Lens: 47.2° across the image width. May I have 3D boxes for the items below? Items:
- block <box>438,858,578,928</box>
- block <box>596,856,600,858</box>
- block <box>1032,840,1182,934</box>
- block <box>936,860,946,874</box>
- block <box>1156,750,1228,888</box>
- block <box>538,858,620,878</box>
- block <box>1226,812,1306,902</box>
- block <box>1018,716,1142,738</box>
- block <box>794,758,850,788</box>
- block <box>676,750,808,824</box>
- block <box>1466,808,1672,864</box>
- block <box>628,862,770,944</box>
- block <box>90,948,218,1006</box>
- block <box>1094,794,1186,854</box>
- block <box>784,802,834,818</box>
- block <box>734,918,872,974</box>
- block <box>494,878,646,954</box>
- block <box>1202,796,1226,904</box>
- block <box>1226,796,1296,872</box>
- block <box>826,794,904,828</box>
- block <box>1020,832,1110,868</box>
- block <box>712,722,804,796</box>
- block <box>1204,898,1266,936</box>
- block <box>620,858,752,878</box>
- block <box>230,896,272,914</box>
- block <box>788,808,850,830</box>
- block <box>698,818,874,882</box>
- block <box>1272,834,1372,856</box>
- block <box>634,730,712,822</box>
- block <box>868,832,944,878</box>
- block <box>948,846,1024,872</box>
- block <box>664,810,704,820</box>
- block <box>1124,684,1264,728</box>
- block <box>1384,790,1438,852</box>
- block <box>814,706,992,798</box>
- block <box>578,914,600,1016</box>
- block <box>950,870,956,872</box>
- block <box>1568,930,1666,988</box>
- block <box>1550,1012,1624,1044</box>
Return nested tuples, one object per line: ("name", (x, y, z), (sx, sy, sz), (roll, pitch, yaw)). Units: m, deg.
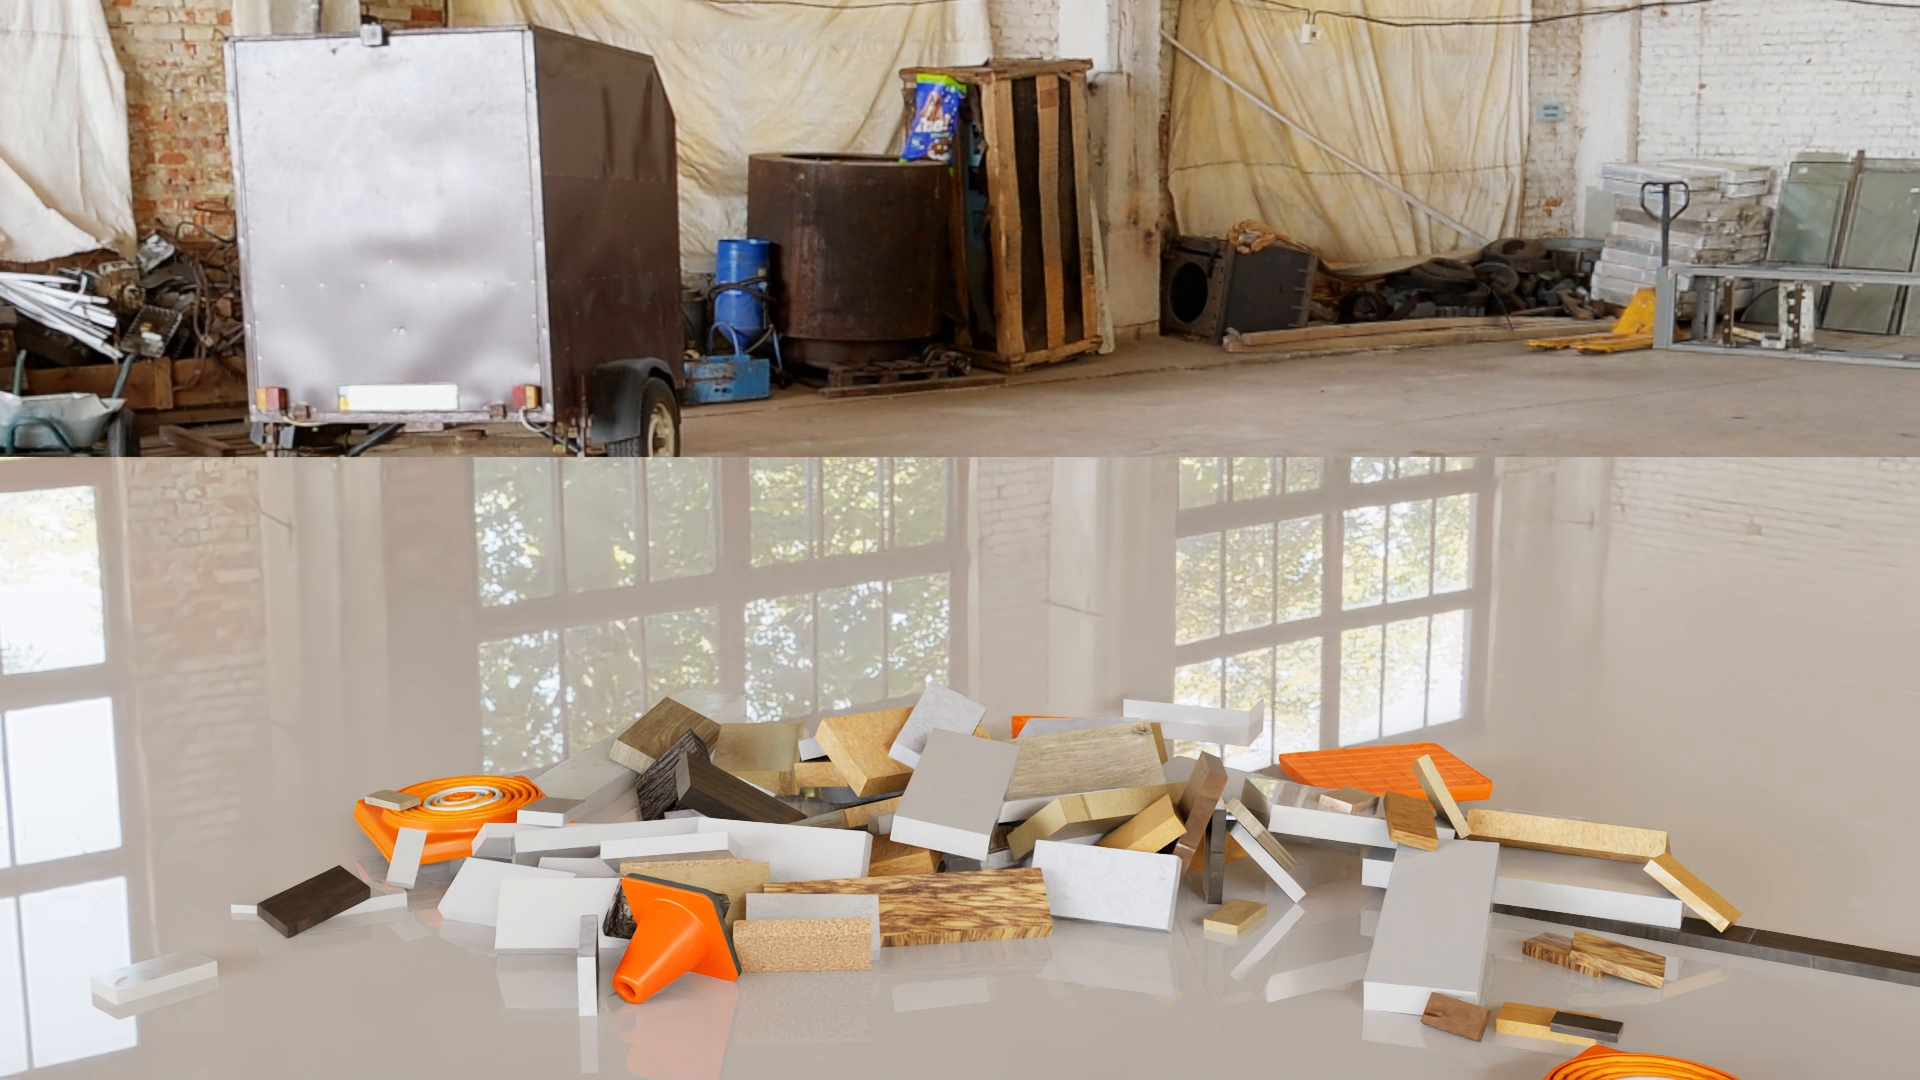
("block", (-0.724, 0.573, 3.537), (0.208, 0.029, 0.104), (4, 45, 23))
("block", (-0.586, 0.552, 3.630), (0.146, 0.021, 0.073), (-26, 40, -23))
("block", (0.230, 0.555, 3.530), (0.237, 0.118, 0.034), (4, -20, 20))
("block", (-0.076, 0.563, 3.644), (0.103, 0.015, 0.052), (-23, 10, 21))
("block", (0.375, 0.477, 3.645), (0.034, 0.237, 0.118), (22, 10, -4))
("block", (-0.586, 0.568, 3.570), (0.208, 0.029, 0.104), (1, 43, 4))
("block", (0.503, 0.526, 3.645), (0.023, 0.162, 0.081), (-43, 13, 2))
("block", (0.229, 0.387, 4.291), (0.230, 0.033, 0.115), (-2, 22, 21))
("block", (-0.131, 0.416, 4.089), (0.317, 0.045, 0.158), (-5, -3, -39))
("block", (-0.373, 0.465, 3.810), (0.254, 0.036, 0.127), (31, 14, -20))
("block", (1.026, 0.518, 3.703), (0.320, 0.045, 0.160), (5, -23, 23))
("block", (-0.410, 0.572, 3.471), (0.223, 0.112, 0.032), (-2, -28, -9))
("block", (-1.202, 0.651, 3.281), (0.080, 0.023, 0.159), (9, 14, 41))
("block", (0.261, 0.515, 3.621), (0.237, 0.034, 0.118), (-35, 8, 6))
("block", (-0.363, 0.512, 3.992), (0.255, 0.036, 0.127), (1, 11, 3))
("block", (-0.236, 0.609, 3.300), (0.204, 0.102, 0.029), (-1, 48, -3))
("block", (-0.602, 0.583, 3.412), (0.223, 0.112, 0.032), (0, -28, -1))
("block", (0.422, 0.512, 3.643), (0.023, 0.162, 0.081), (2, 11, 0))
("block", (0.498, 0.487, 3.635), (0.081, 0.023, 0.162), (47, 1, 39))
("block", (-0.118, 0.478, 3.942), (0.239, 0.034, 0.119), (-14, -5, 9))
("block", (0.207, 0.533, 3.742), (0.189, 0.027, 0.095), (-4, -27, -32))
("block", (-0.385, 0.417, 4.216), (0.163, 0.046, 0.327), (0, 11, -2))
("block", (0.443, 0.606, 3.538), (0.058, 0.016, 0.115), (6, 12, 31))
("block", (-0.437, 0.567, 3.513), (0.208, 0.104, 0.029), (-1, -23, -6))
("block", (-1.138, 0.597, 3.596), (0.091, 0.013, 0.045), (2, 11, 8))
("block", (-0.328, 0.527, 3.690), (0.286, 0.041, 0.143), (-15, 10, 1))
("block", (-0.292, 0.535, 3.564), (0.286, 0.143, 0.041), (3, -16, 15))
("block", (0.654, 0.524, 3.950), (0.187, 0.027, 0.094), (8, 13, 35))
("block", (-0.526, 0.451, 4.067), (0.145, 0.041, 0.291), (-43, 16, -1))
("block", (-0.173, 0.538, 3.633), (0.286, 0.041, 0.143), (-13, 10, 10))
("block", (0.085, 0.542, 3.772), (0.189, 0.027, 0.095), (-8, -7, -36))
("block", (-0.443, 0.511, 3.900), (0.154, 0.022, 0.077), (-6, 46, -10))
("block", (0.510, 0.362, 4.789), (0.278, 0.039, 0.139), (4, 11, 20))
("block", (0.741, 0.461, 3.618), (0.074, 0.021, 0.149), (14, 19, 2))
("block", (-0.089, 0.377, 3.995), (0.319, 0.045, 0.159), (-4, 40, -39))
("block", (-0.547, 0.625, 3.241), (0.025, 0.088, 0.176), (-1, 11, -8))
("block", (-0.051, 0.573, 3.667), (0.092, 0.013, 0.046), (-13, 10, 4))
("block", (0.988, 0.630, 3.306), (0.137, 0.019, 0.068), (15, 21, 16))
("block", (0.872, 0.677, 3.058), (0.092, 0.013, 0.046), (5, 12, 26))
